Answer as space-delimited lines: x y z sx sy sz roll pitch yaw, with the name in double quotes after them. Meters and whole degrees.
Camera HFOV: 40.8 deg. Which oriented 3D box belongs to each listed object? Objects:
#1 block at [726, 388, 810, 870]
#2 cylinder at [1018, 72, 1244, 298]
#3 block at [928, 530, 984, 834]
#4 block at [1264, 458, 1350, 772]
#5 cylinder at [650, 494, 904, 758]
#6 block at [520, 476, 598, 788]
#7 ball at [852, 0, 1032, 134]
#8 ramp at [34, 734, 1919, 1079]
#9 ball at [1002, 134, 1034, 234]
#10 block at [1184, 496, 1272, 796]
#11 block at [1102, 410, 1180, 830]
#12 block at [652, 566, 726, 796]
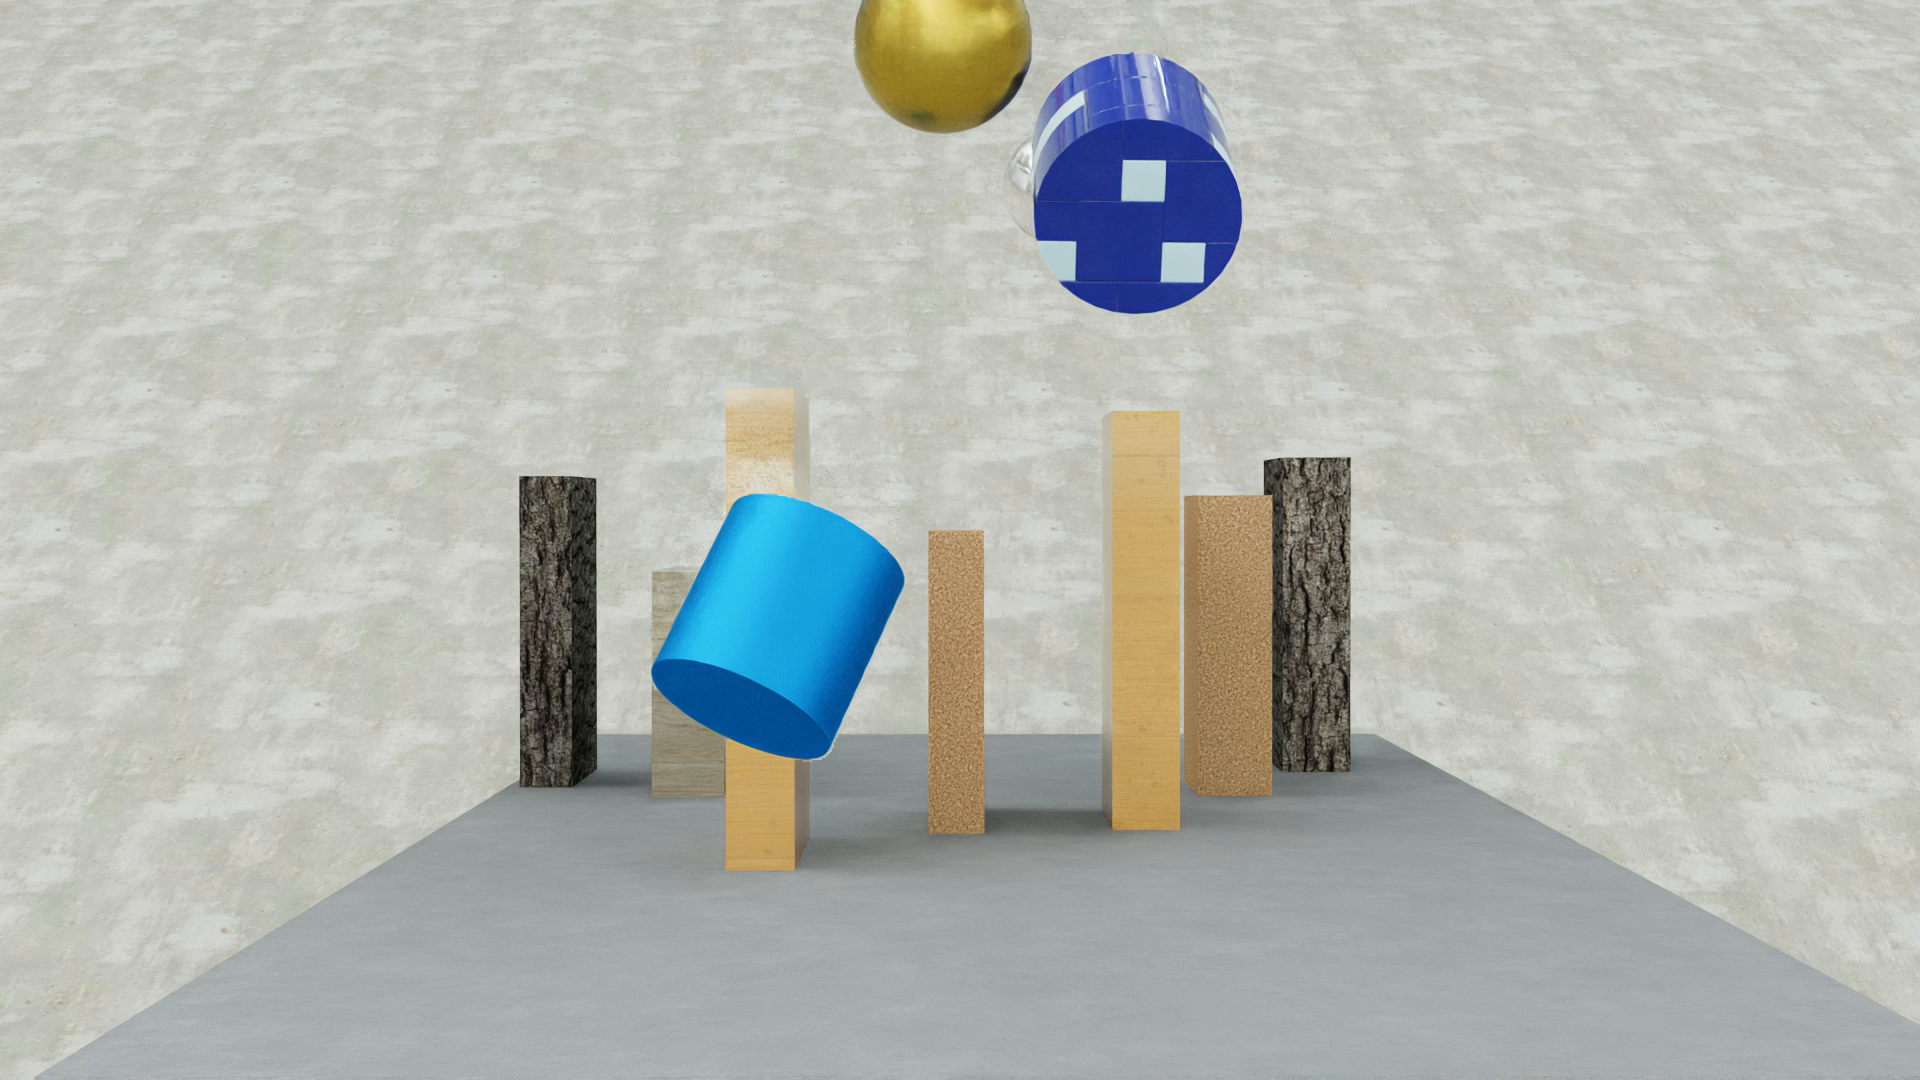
-0.318 0.139 4.306 0.109 0.766 0.412 0 1 0 "block"
0.173 -0.358 2.580 0.201 0.201 0.201 5 16 10 "cylinder"
-0.007 0.250 4.757 0.099 0.535 0.379 0 1 0 "block"
0.778 0.161 5.819 0.148 0.687 0.361 0 1 0 "block"
-0.184 0.089 2.622 0.195 0.195 0.195 13 64 23 "cylinder"
-0.856 0.188 5.520 0.108 0.643 0.372 0 1 0 "block"
-0.016 -0.449 2.330 0.163 0.163 0.163 0 28 0 "ball"
0.063 0.569 4.610 2.000 0.100 4.000 0 1 0 "ramp"
0.109 -0.378 2.760 0.126 0.126 0.126 0 28 0 "ball"
0.551 0.209 5.333 0.149 0.602 0.319 0 1 0 "block"
0.333 0.142 4.787 0.121 0.749 0.336 0 1 0 "block"
-0.544 0.285 5.366 0.145 0.451 0.406 0 1 0 "block"
